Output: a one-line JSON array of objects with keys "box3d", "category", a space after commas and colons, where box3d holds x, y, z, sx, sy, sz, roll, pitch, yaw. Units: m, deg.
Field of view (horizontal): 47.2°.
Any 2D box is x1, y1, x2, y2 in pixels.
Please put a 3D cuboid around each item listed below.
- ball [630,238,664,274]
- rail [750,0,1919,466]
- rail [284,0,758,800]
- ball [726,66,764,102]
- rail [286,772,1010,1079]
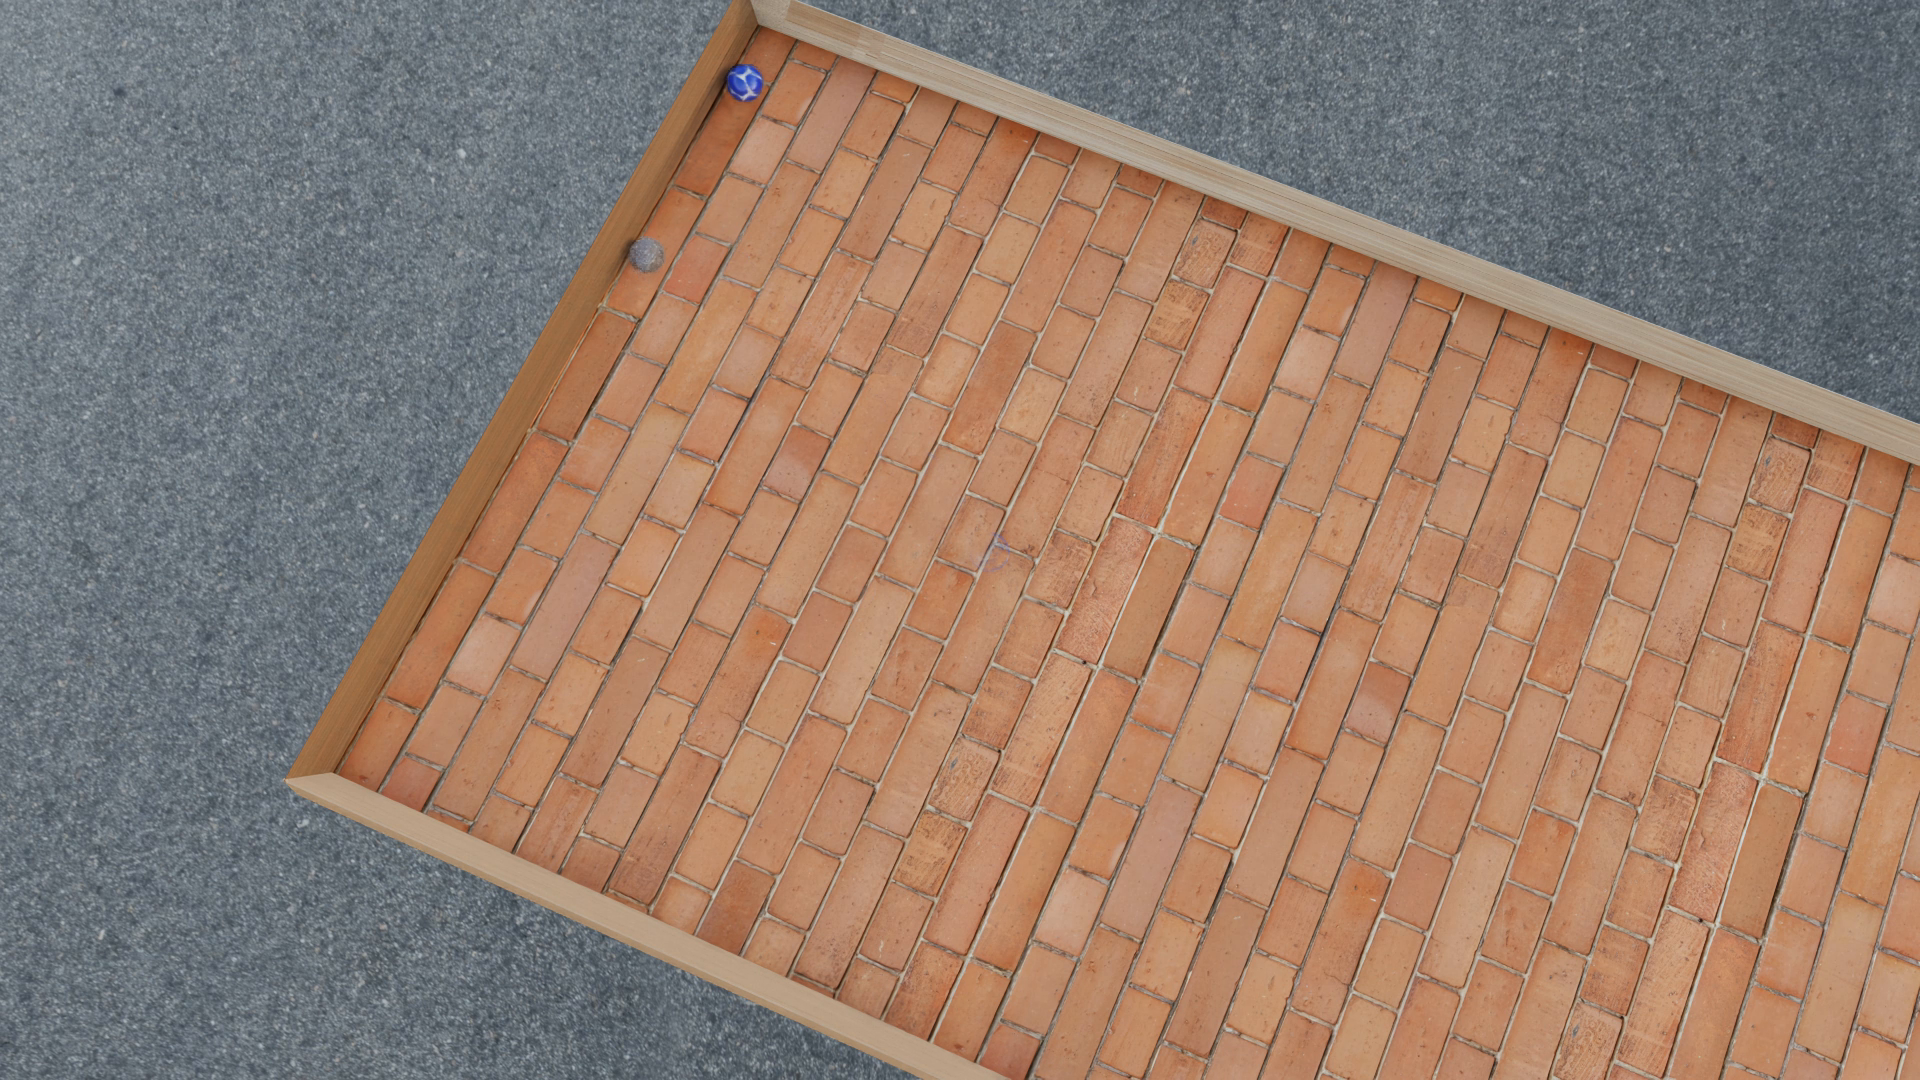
[{"box3d": [-0.524, -0.474, 3.673, 0.058, 0.058, 0.058, 0, 68, 0], "category": "ball"}, {"box3d": [1.002, -0.363, 3.615, 3.036, 0.083, 0.045, 22, 70, 9], "category": "rail"}, {"box3d": [-0.672, -0.282, 3.583, 0.045, 0.083, 1.567, 22, 70, 9], "category": "rail"}, {"box3d": [-0.370, -0.787, 3.794, 0.064, 0.064, 0.064, 0, 68, 0], "category": "ball"}, {"box3d": [0.385, 0.928, 3.103, 3.036, 0.083, 0.045, 22, 70, 9], "category": "rail"}]
